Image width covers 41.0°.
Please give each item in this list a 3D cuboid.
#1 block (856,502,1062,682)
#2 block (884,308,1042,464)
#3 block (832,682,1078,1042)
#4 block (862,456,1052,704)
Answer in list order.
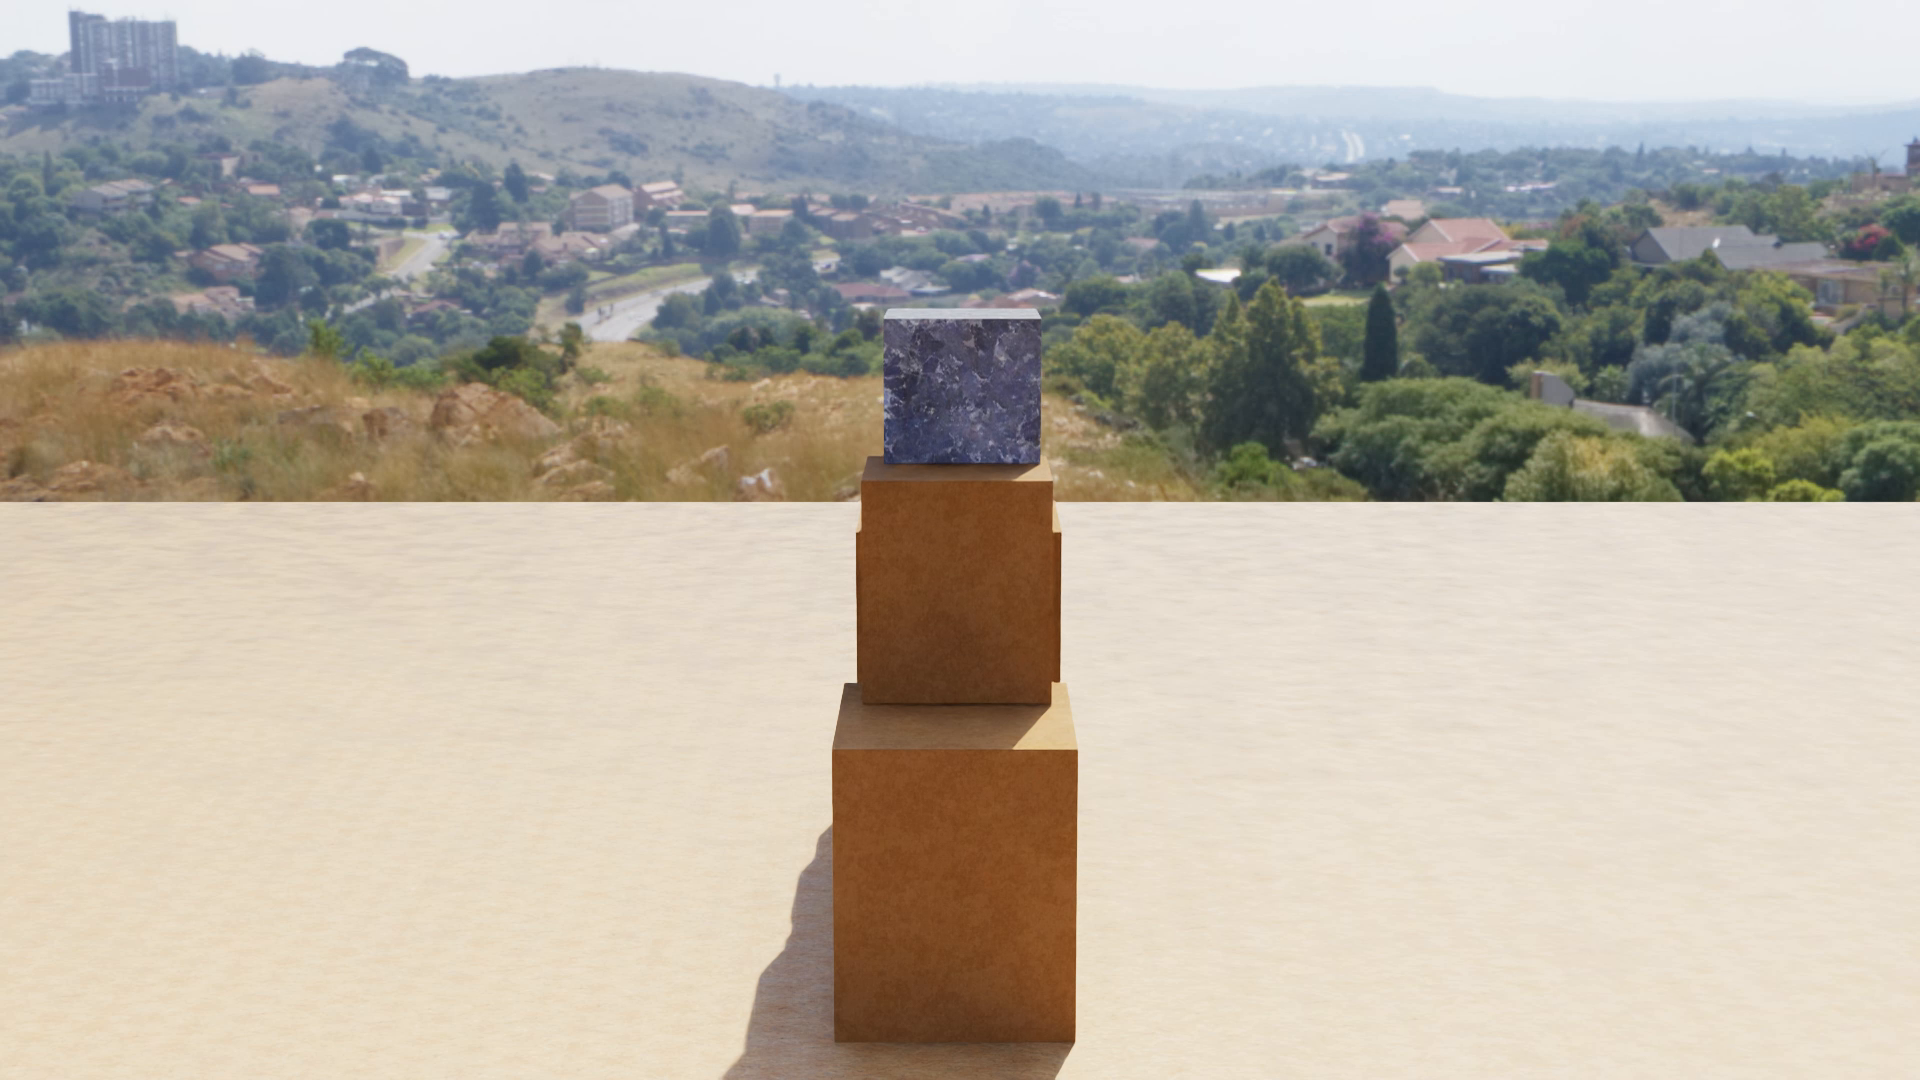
[{"bbox_3d":[-0.005,0.334,10.951,0.842,0.885,0.781,0,10,0],"label":"block"},{"bbox_3d":[0.009,-0.638,10.497,0.622,0.574,0.701,0,8,0],"label":"block"},{"bbox_3d":[-0.018,1.207,9.826,0.886,1.110,1.026,0,10,0],"label":"block"},{"bbox_3d":[-0.011,0.145,10.149,0.727,0.864,0.726,0,9,0],"label":"block"}]
